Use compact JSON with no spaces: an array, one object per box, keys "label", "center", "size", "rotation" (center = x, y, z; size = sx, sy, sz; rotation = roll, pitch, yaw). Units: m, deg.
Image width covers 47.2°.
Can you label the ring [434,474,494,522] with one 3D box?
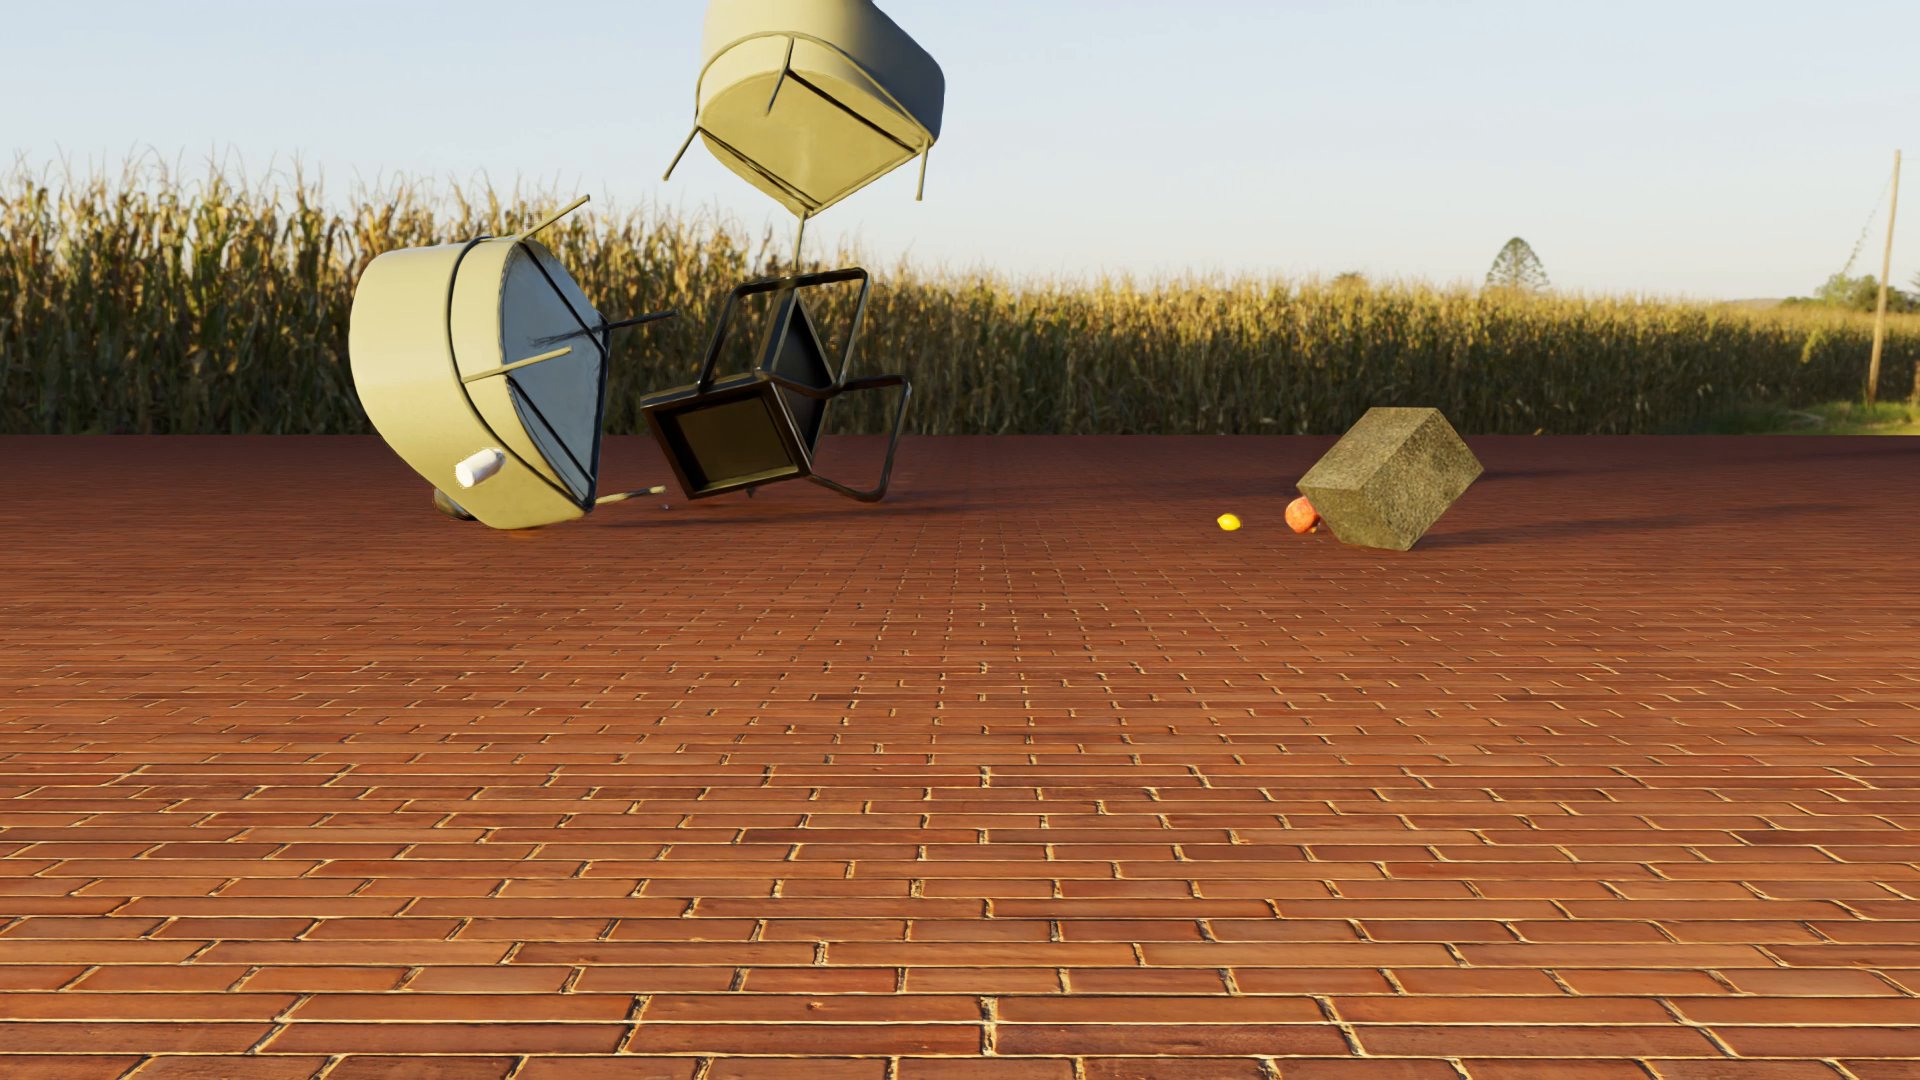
[{"label":"ring","center":[-1.702,-0.146,7.551],"size":[0.196,0.082,0.345],"rotation":[36,14,-3]}]

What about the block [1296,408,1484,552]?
[{"label":"block","center":[1.219,-0.178,6.253],"size":[0.334,0.231,0.353],"rotation":[-45,17,-12]}]

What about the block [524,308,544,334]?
[{"label":"block","center":[-1.447,-0.744,7.455],"size":[0.037,0.059,0.059],"rotation":[9,34,-36]}]
